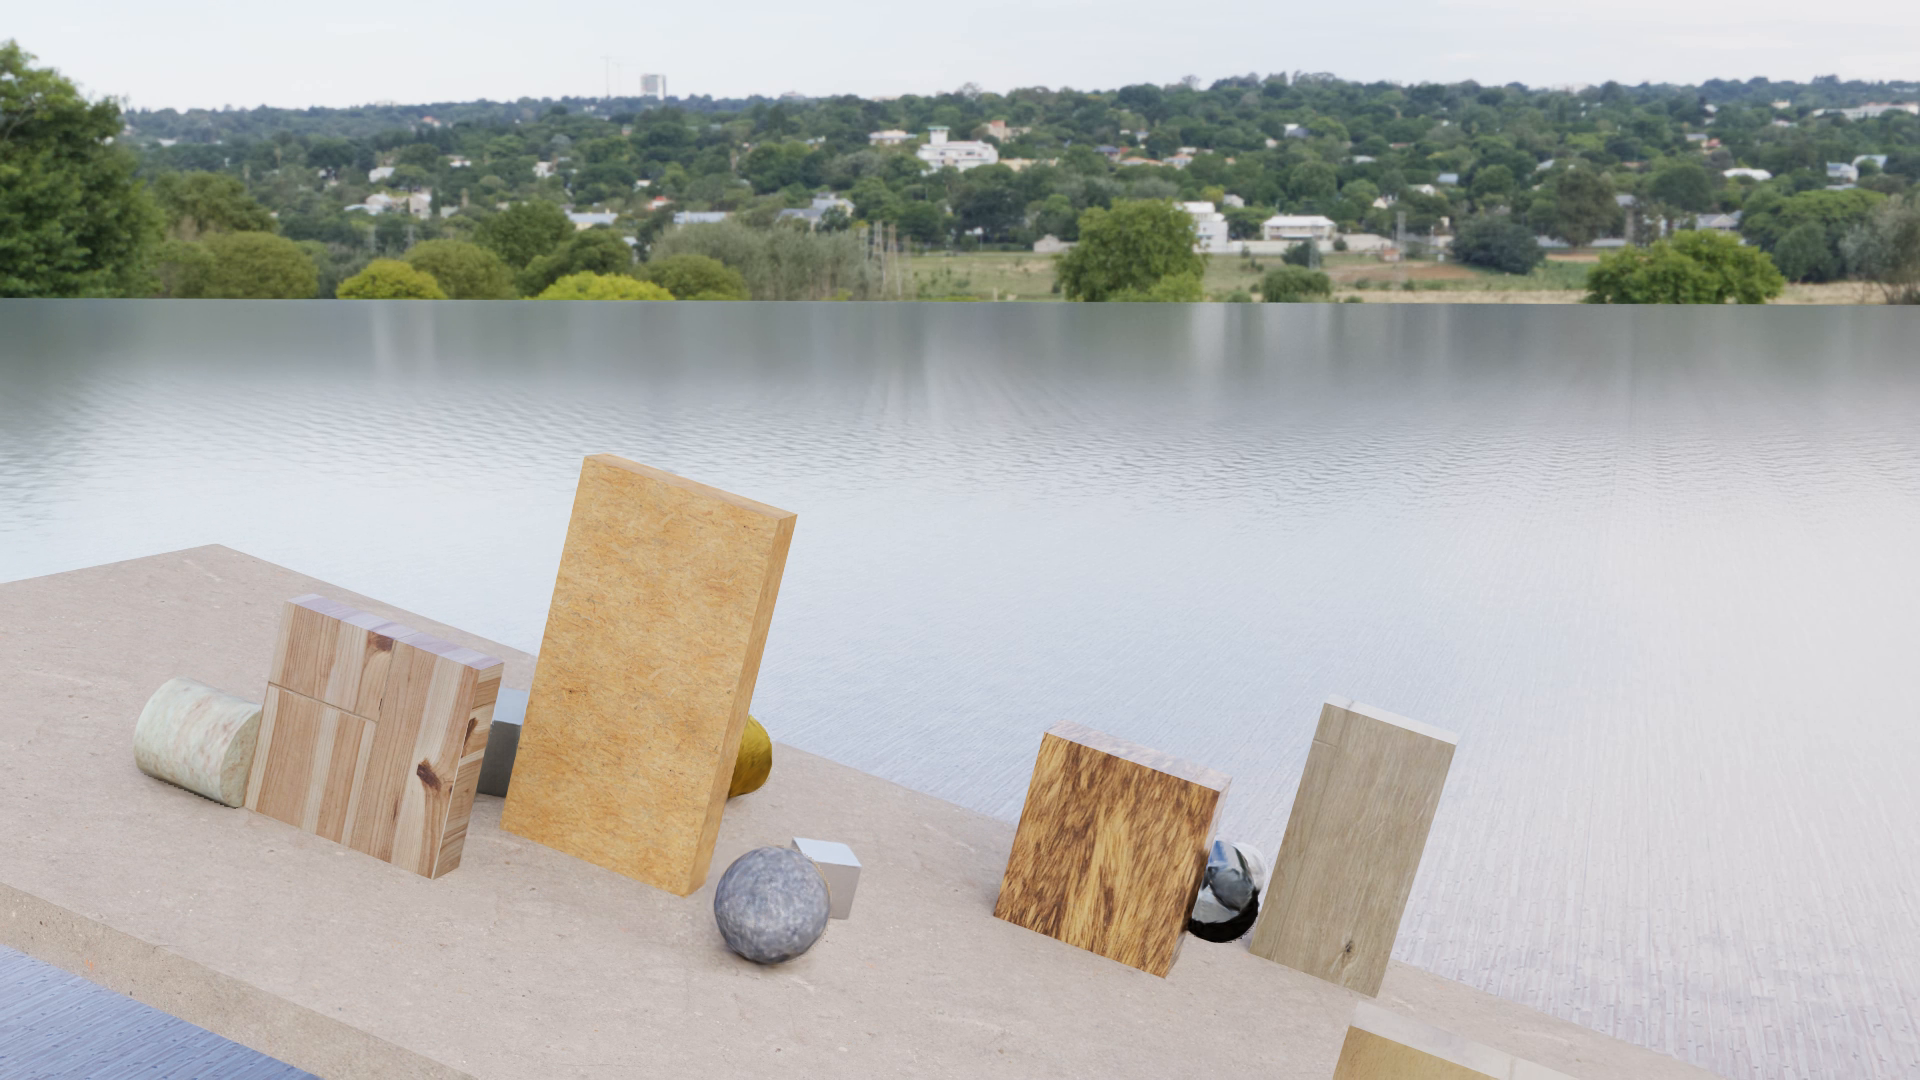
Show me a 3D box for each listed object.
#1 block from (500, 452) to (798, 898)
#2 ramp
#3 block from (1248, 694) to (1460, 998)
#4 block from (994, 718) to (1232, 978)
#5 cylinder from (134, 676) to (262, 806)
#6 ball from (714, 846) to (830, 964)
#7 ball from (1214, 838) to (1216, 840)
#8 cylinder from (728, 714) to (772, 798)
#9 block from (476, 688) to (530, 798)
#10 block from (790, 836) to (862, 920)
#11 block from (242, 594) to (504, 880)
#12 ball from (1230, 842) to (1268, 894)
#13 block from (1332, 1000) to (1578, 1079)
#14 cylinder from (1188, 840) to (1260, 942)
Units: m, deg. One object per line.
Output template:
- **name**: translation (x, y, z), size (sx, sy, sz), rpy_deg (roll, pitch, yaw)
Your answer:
- **block**: translation (-0.602, 0.257, 4.212), size (0.406, 0.758, 0.098), rpy_deg (18, 11, 14)
- **ramp**: translation (-0.384, 0.761, 4.245), size (4.000, 0.100, 2.000), rpy_deg (18, 11, 14)
- **block**: translation (0.834, 0.645, 4.660), size (0.282, 0.573, 0.108), rpy_deg (18, 11, 14)
- **block**: translation (0.312, 0.627, 4.501), size (0.373, 0.406, 0.144), rpy_deg (18, 11, 14)
- **cylinder**: translation (-1.391, 0.373, 4.080), size (0.190, 0.190, 0.190), rpy_deg (18, 12, 15)
- **ball**: translation (-0.340, 0.661, 3.988), size (0.209, 0.209, 0.209), rpy_deg (0, 7, 0)
- **ball**: translation (0.508, 0.719, 5.128), size (0.182, 0.182, 0.182), rpy_deg (0, 7, 0)
- **cylinder**: translation (-0.531, 0.471, 4.743), size (0.182, 0.182, 0.182), rpy_deg (4, 4, 31)
- **block**: translation (-0.976, 0.405, 4.491), size (0.165, 0.165, 0.165), rpy_deg (12, 18, -12)
- **block**: translation (-0.274, 0.664, 4.311), size (0.114, 0.114, 0.114), rpy_deg (11, 12, -21)
- **block**: translation (-1.075, 0.356, 4.022), size (0.409, 0.404, 0.089), rpy_deg (18, 11, 14)
- **ball**: translation (0.637, 0.762, 5.043), size (0.138, 0.138, 0.138), rpy_deg (0, 7, 0)
- **block**: translation (0.682, 0.959, 3.211), size (0.355, 0.457, 0.114), rpy_deg (18, 11, 14)
- **cylinder**: translation (0.553, 0.760, 4.769), size (0.172, 0.172, 0.172), rpy_deg (0, 11, 1)
